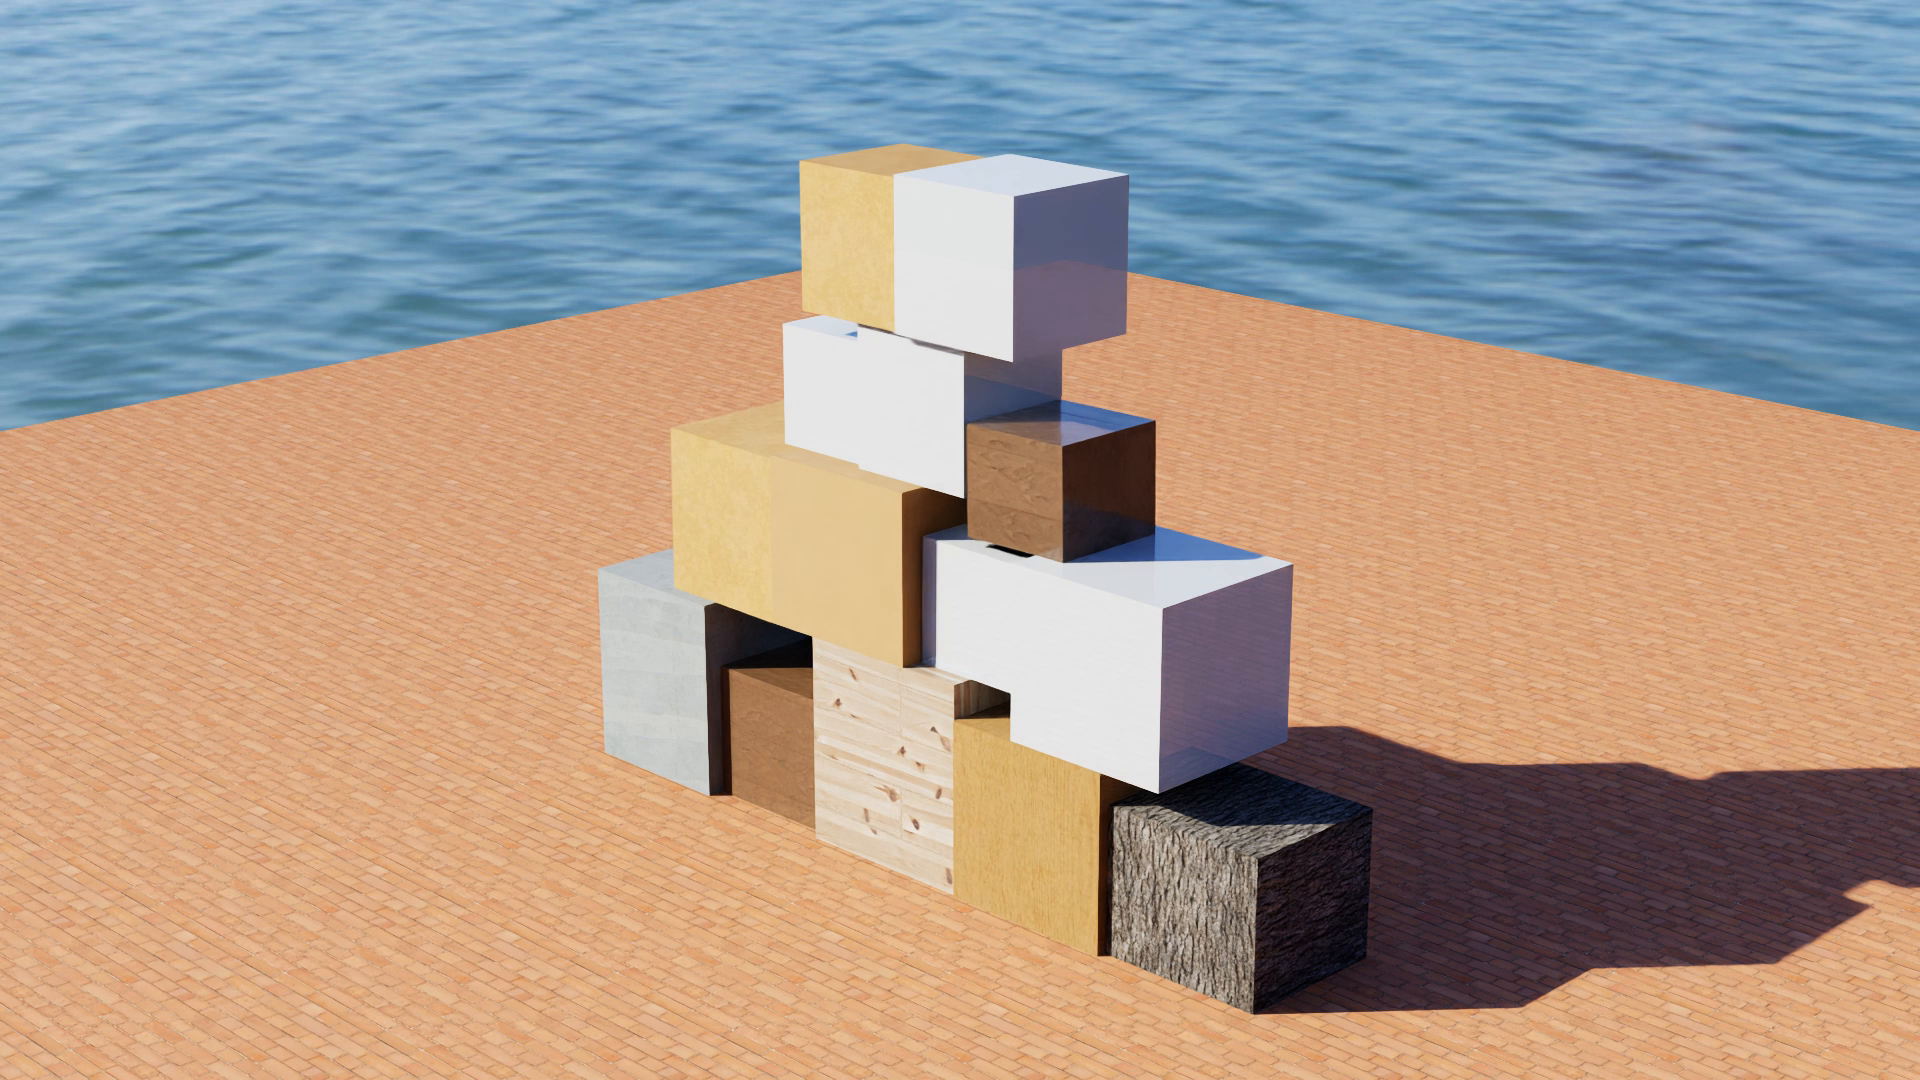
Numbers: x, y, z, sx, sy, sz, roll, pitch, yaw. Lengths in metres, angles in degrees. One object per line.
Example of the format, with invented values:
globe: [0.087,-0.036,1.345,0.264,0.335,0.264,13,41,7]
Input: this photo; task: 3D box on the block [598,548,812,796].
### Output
block: [-1.204,0.605,14.783,0.884,0.982,0.818,-17,24,-42]

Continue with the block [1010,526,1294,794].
block: [0.821,0.486,12.616,0.847,0.811,0.853,-17,24,-42]

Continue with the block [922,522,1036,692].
block: [0.303,0.267,13.133,0.672,0.596,0.657,-17,25,-42]

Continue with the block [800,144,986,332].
block: [-0.269,-1.368,13.172,0.639,0.682,0.620,-17,24,-42]

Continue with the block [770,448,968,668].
block: [-0.263,0.000,13.612,0.858,0.819,0.875,-17,24,-42]

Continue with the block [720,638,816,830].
block: [-0.638,0.922,14.314,0.747,0.658,0.729,-17,24,-42]

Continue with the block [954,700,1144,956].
block: [0.605,1.200,13.111,0.920,0.848,0.878,-17,24,-42]

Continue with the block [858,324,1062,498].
block: [0.000,-0.647,13.160,0.624,0.687,0.669,-17,24,-42]

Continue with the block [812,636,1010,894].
block: [-0.040,0.930,13.702,0.889,1.010,0.926,-17,24,-42]

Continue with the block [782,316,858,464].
block: [-0.439,-0.722,13.590,0.524,0.573,0.543,-17,24,-42]

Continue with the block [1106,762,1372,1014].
block: [1.190,1.461,12.534,0.763,0.697,0.817,-17,24,-42]

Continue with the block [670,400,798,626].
block: [-0.852,-0.145,14.186,0.743,0.809,0.783,-17,25,-42]

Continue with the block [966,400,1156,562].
block: [0.443,-0.268,12.816,0.595,0.512,0.572,-17,23,-42]

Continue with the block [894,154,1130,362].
block: [0.221,-1.237,12.718,0.716,0.704,0.716,-17,24,-42]
